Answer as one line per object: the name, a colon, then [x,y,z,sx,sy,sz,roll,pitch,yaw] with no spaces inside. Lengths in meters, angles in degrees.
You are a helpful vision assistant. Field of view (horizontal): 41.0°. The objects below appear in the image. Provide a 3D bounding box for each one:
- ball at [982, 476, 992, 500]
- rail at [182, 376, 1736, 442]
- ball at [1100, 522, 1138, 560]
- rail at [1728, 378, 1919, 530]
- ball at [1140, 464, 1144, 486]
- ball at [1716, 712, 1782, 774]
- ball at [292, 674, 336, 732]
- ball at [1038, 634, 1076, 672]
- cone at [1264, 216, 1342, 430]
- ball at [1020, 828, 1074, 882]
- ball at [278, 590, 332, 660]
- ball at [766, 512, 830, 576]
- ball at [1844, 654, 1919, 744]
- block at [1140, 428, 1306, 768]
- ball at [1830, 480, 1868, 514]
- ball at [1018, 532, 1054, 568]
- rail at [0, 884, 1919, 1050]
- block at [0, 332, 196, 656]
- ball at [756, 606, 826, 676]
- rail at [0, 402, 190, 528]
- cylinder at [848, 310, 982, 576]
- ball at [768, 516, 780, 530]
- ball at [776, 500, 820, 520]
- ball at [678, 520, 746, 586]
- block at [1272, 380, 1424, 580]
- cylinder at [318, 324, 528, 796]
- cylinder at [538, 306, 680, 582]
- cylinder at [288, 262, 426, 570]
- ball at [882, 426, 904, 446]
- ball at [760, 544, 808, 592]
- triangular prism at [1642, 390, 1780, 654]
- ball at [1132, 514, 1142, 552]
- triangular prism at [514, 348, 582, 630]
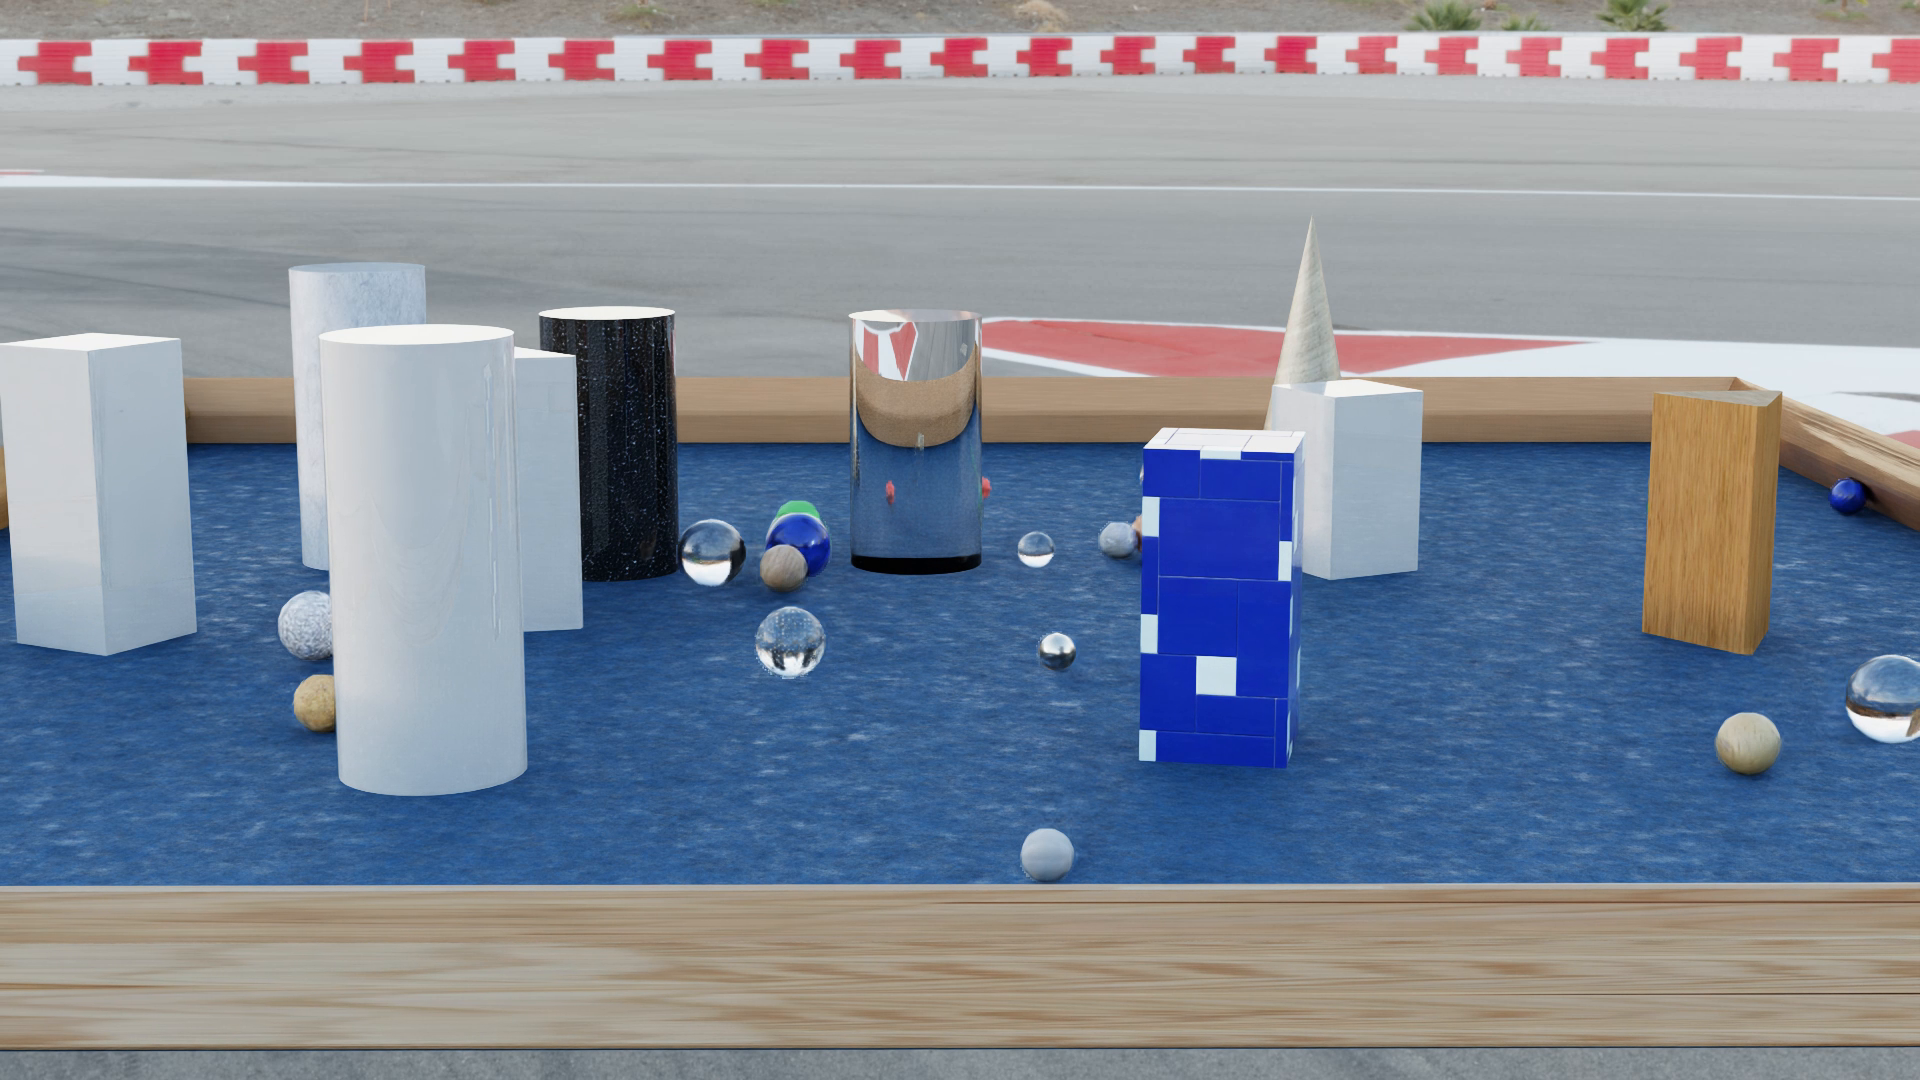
ball: [0.032,-0.087,4.326,0.042,0.042,0.042,0,11,0]
rail: [-0.009,-0.249,4.966,3.036,0.126,0.045,0,11,0]
ball: [0.236,0.001,3.818,0.056,0.056,0.056,0,11,0]
rail: [1.494,0.031,3.458,0.045,0.126,3.133,0,11,0]
ball: [0.347,-0.105,4.287,0.093,0.093,0.093,0,11,0]
ball: [0.819,0.211,2.663,0.065,0.065,0.065,0,11,0]
ball: [-0.703,0.180,2.830,0.065,0.065,0.065,0,11,0]
ball: [0.118,0.136,3.114,0.046,0.046,0.046,0,11,0]
cone: [0.583,-0.304,4.289,0.194,0.484,0.194,0,11,0]
ball: [0.079,0.284,2.314,0.048,0.048,0.048,0,11,0]
ball: [-0.800,0.106,3.171,0.085,0.085,0.085,0,11,0]
ball: [-0.232,0.007,3.679,0.094,0.094,0.094,0,11,0]
ball: [1.010,0.173,2.779,0.097,0.097,0.097,0,11,0]
block: [0.282,0.058,2.746,0.155,0.334,0.155,2,11,12]
ball: [1.455,-0.071,4.199,0.057,0.057,0.057,0,11,0]
ball: [0.111,0.014,3.752,0.053,0.053,0.053,0,11,0]
rail: [0.009,0.314,1.932,3.036,0.126,0.045,0,11,0]
block: [-1.096,-0.062,3.265,0.155,0.382,0.155,6,12,28]
ball: [-0.204,0.122,3.084,0.084,0.084,0.084,0,11,0]
rail: [-1.494,0.034,3.441,0.045,0.126,3.133,0,11,0]
cylinder: [-0.065,-0.147,3.763,0.194,0.366,0.194,0,11,0]
ball: [-0.261,-0.010,3.869,0.057,0.057,0.057,0,11,0]
ball: [-0.248,-0.027,3.929,0.070,0.070,0.070,0,11,0]
ball: [-0.350,0.018,3.616,0.095,0.095,0.095,0,11,0]
block: [0.561,-0.091,3.744,0.155,0.263,0.155,-5,12,-27]
cylinder: [-0.550,0.016,2.639,0.194,0.456,0.194,0,11,0]
cylinder: [-0.507,-0.142,3.716,0.194,0.374,0.194,0,11,0]
cylinder: [-0.879,-0.185,3.782,0.194,0.433,0.194,0,11,0]
ball: [-0.129,-0.201,4.946,0.041,0.041,0.041,0,11,0]
ball: [-0.246,0.040,3.578,0.067,0.067,0.067,0,11,0]
triangular prism: [0.994,-0.030,3.282,0.146,0.313,0.168,-7,13,-35]
ball: [0.289,-0.010,3.847,0.067,0.067,0.067,0,11,0]
triangular prism: [-0.592,-0.070,3.373,0.168,0.357,0.146,-2,11,-12]
